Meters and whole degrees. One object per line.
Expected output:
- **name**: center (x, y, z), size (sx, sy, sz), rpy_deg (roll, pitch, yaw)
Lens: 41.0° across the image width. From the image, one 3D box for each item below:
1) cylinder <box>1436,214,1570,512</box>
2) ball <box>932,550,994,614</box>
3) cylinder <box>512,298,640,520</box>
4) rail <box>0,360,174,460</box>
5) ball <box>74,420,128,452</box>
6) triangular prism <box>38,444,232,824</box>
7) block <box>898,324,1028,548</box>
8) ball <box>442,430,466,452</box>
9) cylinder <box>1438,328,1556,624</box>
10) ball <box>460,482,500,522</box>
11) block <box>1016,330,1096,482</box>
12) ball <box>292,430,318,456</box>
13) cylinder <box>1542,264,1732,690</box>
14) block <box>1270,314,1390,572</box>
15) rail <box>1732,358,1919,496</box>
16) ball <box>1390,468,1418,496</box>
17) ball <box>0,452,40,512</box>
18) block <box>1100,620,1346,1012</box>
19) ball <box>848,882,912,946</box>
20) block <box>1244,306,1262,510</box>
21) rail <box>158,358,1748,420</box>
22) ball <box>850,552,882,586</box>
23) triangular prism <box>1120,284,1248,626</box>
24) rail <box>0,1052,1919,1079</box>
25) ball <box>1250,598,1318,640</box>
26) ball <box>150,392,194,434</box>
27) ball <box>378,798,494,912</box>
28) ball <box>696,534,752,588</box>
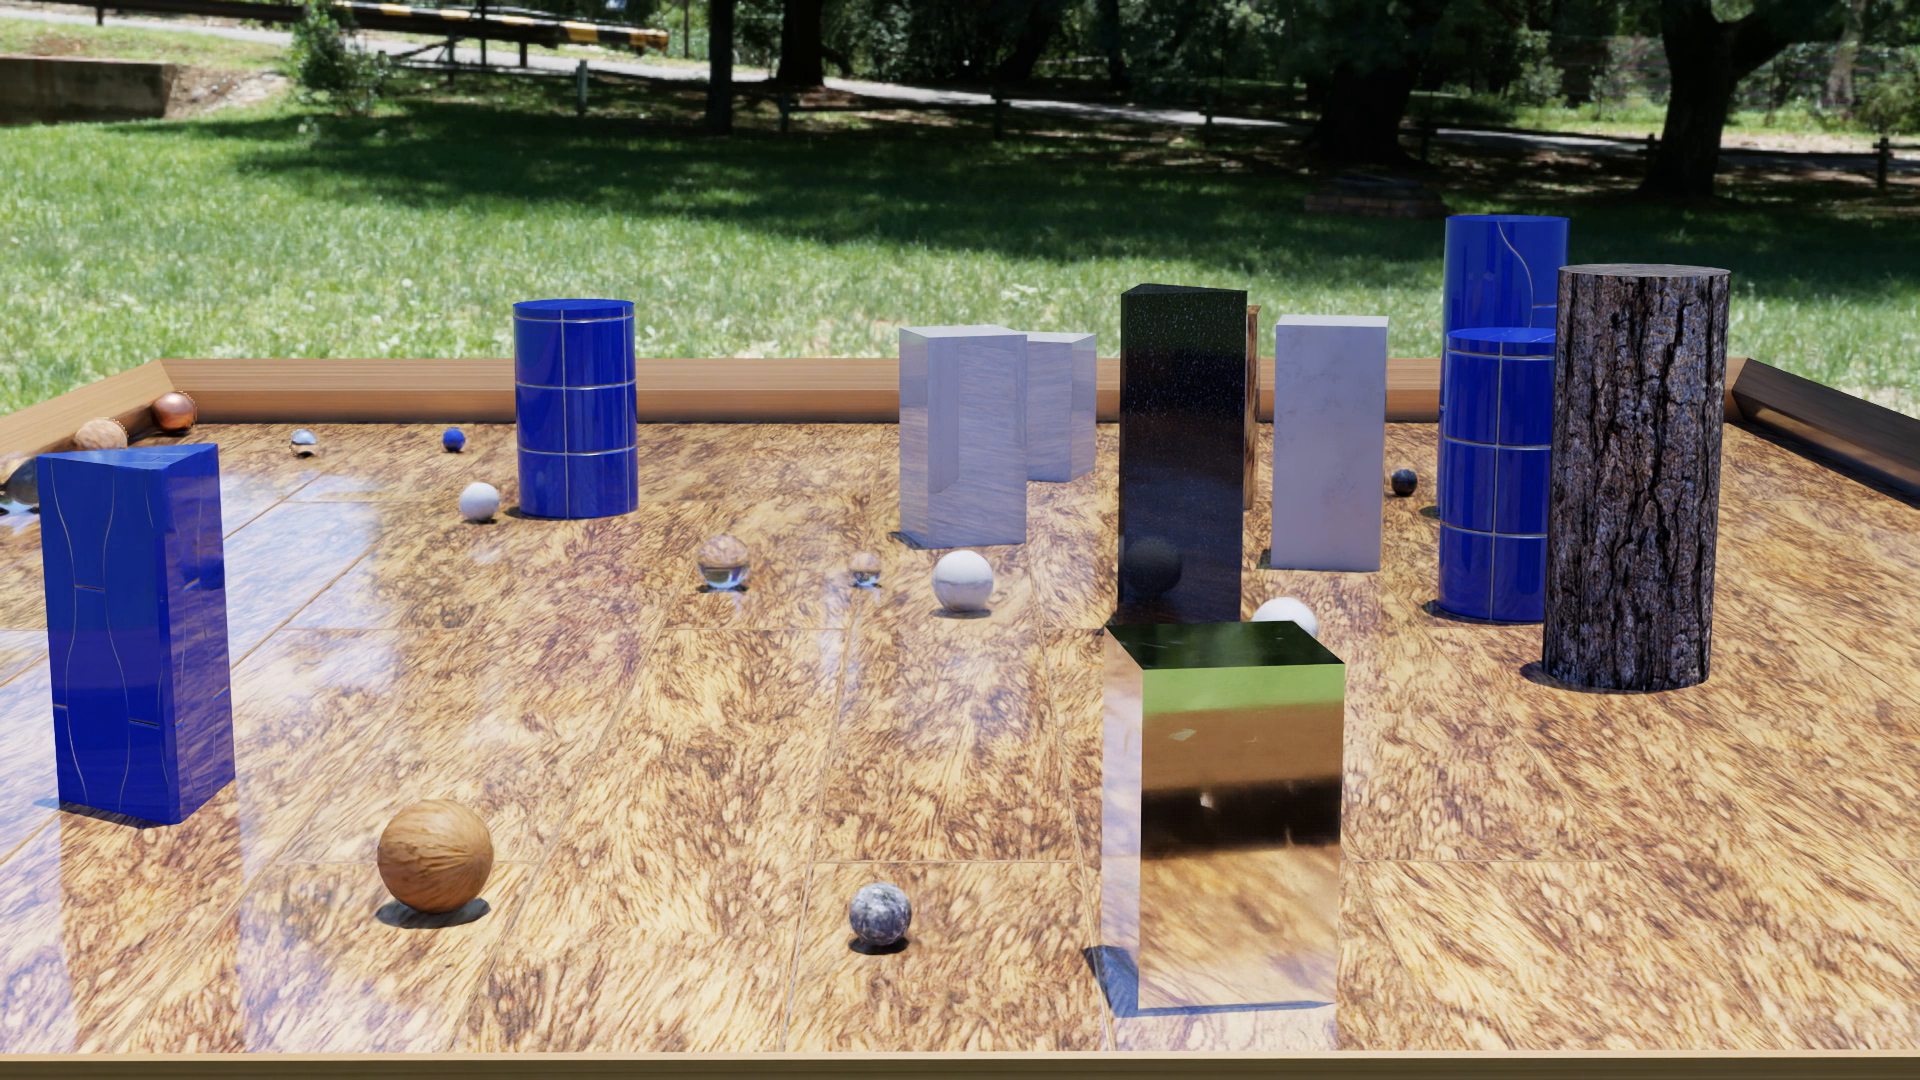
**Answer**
- **cylinder**: center (0.886, -0.284, 4.198), size (0.198, 0.482, 0.198), rpy_deg (0, 10, 0)
- **ball**: center (0.004, 0.056, 3.450), size (0.085, 0.085, 0.085), rpy_deg (0, 10, 0)
- **cylinder**: center (-0.633, -0.219, 4.233), size (0.198, 0.341, 0.198), rpy_deg (0, 10, 0)
- **rail**: center (-1.620, 0.035, 3.440), size (0.045, 0.129, 3.795), rpy_deg (0, 10, 0)
- **ball**: center (-1.560, -0.172, 4.658), size (0.094, 0.094, 0.094), rpy_deg (0, 10, 0)
- **triangular prism**: center (-0.794, 0.085, 2.568), size (0.171, 0.349, 0.148), rpy_deg (7, 12, 32)
- **block**: center (0.004, -0.164, 3.982), size (0.158, 0.323, 0.158), rpy_deg (-3, 11, -17)
- **ball**: center (-0.965, -0.189, 4.888), size (0.043, 0.043, 0.043), rpy_deg (0, 10, 0)
- **cylinder**: center (0.749, -0.091, 3.455), size (0.198, 0.372, 0.198), rpy_deg (0, 10, 0)
- **ball**: center (-0.774, -0.061, 4.144), size (0.063, 0.063, 0.063), rpy_deg (0, 10, 0)
- **block**: center (0.147, -0.243, 4.617), size (0.158, 0.248, 0.158), rpy_deg (4, 11, 19)
- **ball**: center (-1.234, -0.182, 4.834), size (0.049, 0.049, 0.049), rpy_deg (0, 10, 0)
- **cylinder**: center (0.809, -0.080, 3.079), size (0.198, 0.487, 0.198), rpy_deg (0, 10, 0)
- **block**: center (0.549, -0.147, 3.800), size (0.158, 0.357, 0.158), rpy_deg (2, 11, 10)
- **rail**: center (1.620, 0.031, 3.458), size (0.045, 0.129, 3.795), rpy_deg (0, 10, 0)
- **ball**: center (0.761, -0.099, 4.391), size (0.046, 0.046, 0.046), rpy_deg (0, 10, 0)
- **ball**: center (-1.555, -0.095, 4.233), size (0.098, 0.098, 0.098), rpy_deg (0, 10, 0)
- **block**: center (0.207, 0.217, 2.060), size (0.158, 0.274, 0.158), rpy_deg (-1, 11, -7)
- **ball**: center (-0.067, 0.313, 2.149), size (0.053, 0.053, 0.053), rpy_deg (0, 10, 0)
- **block**: center (0.421, -0.227, 4.319), size (0.158, 0.325, 0.158), rpy_deg (2, 11, 9)
- **rail**: center (-0.011, -0.308, 5.291), size (3.288, 0.129, 0.045), rpy_deg (0, 10, 0)
- **ball**: center (-0.133, 0.041, 3.634), size (0.047, 0.047, 0.047), rpy_deg (0, 10, 0)
- **triangular prism**: center (0.268, -0.113, 3.390), size (0.171, 0.440, 0.148), rpy_deg (-3, 11, -16)
- **rail**: center (0.011, 0.374, 1.606), size (3.288, 0.129, 0.045), rpy_deg (0, 10, 0)
- **ball**: center (0.397, 0.112, 3.147), size (0.085, 0.085, 0.085), rpy_deg (0, 10, 0)
- **ball**: center (-1.570, -0.252, 5.118), size (0.084, 0.084, 0.084), rpy_deg (0, 10, 0)
- **ball**: center (-0.456, 0.274, 2.232), size (0.099, 0.099, 0.099), rpy_deg (0, 10, 0)
- **ball**: center (-0.332, 0.030, 3.610), size (0.077, 0.077, 0.077), rpy_deg (0, 10, 0)
